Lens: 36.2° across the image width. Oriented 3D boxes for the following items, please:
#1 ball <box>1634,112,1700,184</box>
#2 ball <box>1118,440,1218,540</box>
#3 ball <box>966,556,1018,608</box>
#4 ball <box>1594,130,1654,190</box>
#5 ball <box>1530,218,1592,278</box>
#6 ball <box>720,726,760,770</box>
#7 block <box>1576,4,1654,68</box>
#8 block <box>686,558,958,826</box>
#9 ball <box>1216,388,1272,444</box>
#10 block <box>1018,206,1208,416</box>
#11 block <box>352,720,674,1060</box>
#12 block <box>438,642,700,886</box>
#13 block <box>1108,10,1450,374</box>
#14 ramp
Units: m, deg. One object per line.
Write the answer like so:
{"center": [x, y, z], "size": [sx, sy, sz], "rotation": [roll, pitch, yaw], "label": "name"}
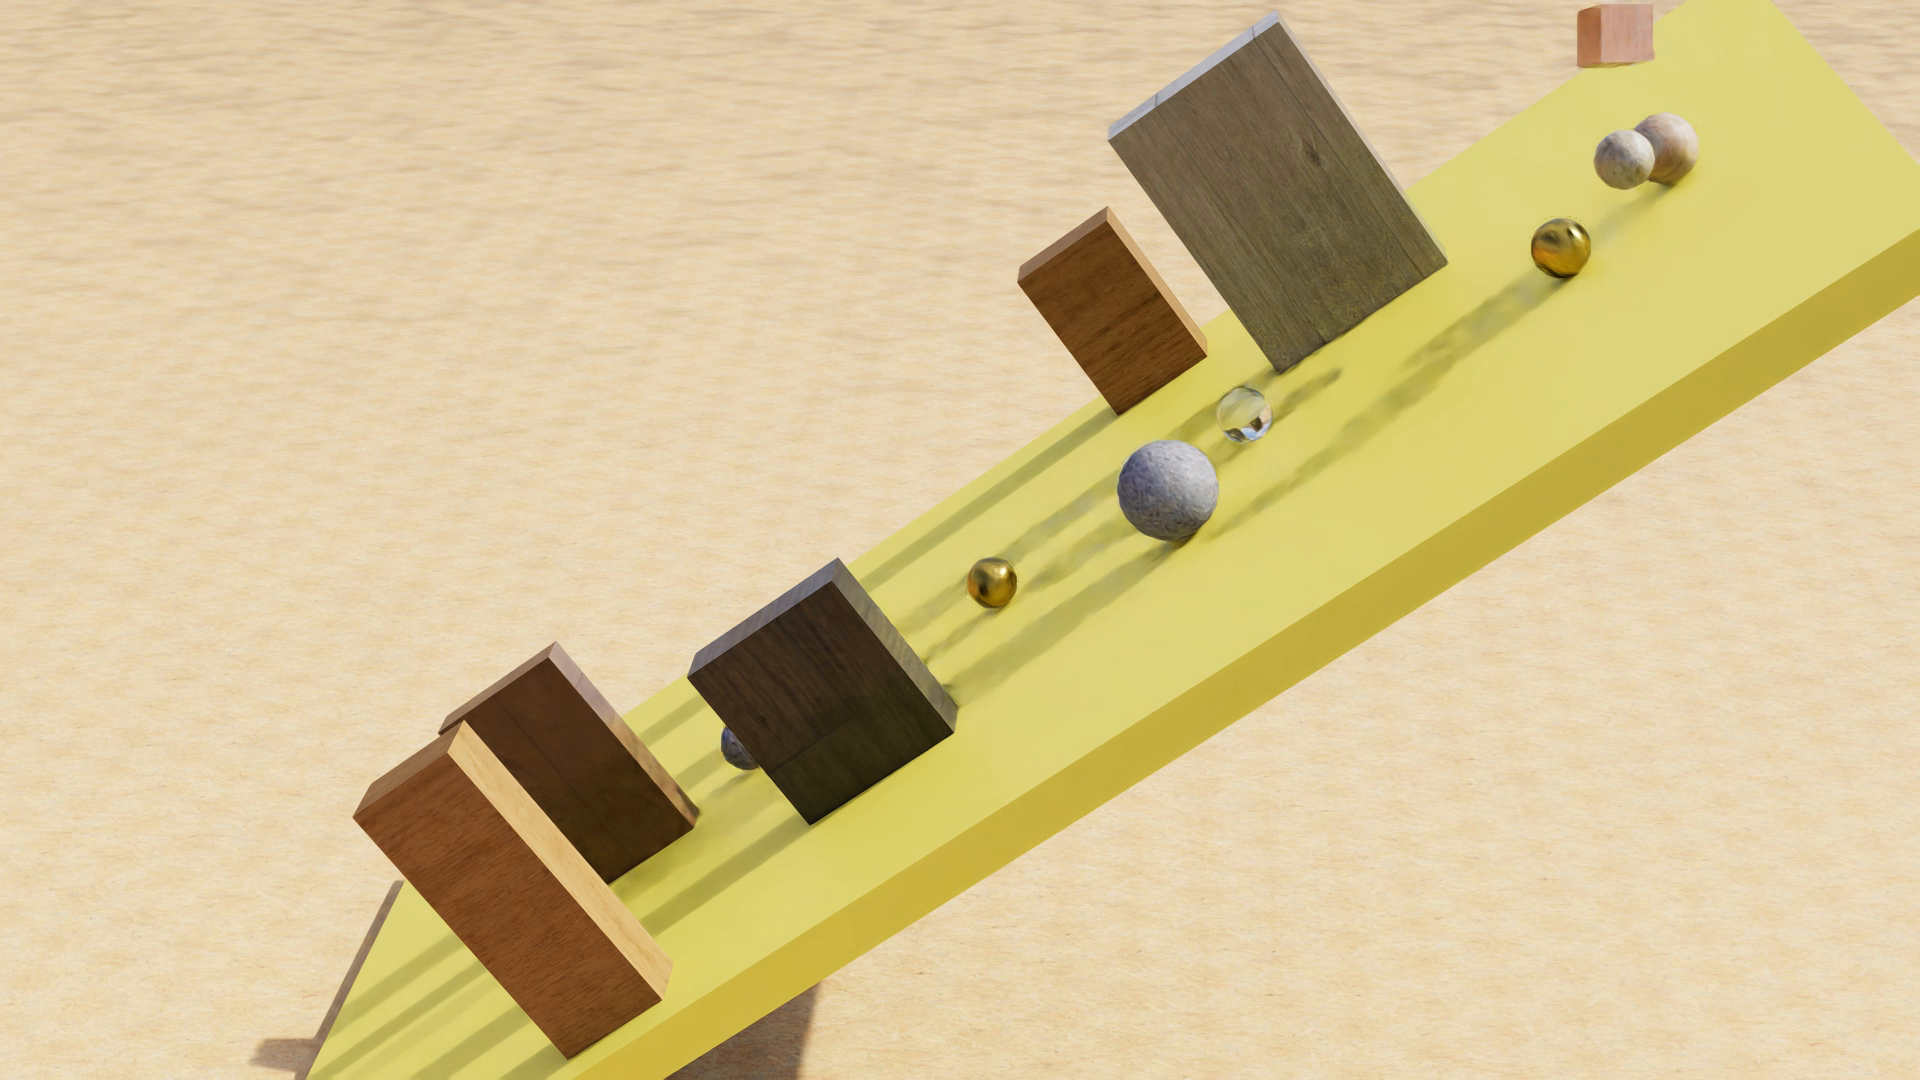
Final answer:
{"center": [1.379, -0.768, 5.763], "size": [0.138, 0.138, 0.138], "rotation": [0, 22, 0], "label": "ball"}
{"center": [0.417, -0.101, 5.897], "size": [0.203, 0.203, 0.203], "rotation": [0, 22, 0], "label": "ball"}
{"center": [0.069, 0.092, 6.305], "size": [0.111, 0.111, 0.111], "rotation": [0, 22, 0], "label": "ball"}
{"center": [1.258, -0.720, 5.570], "size": [0.113, 0.113, 0.113], "rotation": [0, 22, 0], "label": "ball"}
{"center": [1.166, -0.567, 5.709], "size": [0.116, 0.116, 0.116], "rotation": [0, 22, 0], "label": "ball"}
{"center": [-0.467, 0.445, 6.476], "size": [0.122, 0.122, 0.122], "rotation": [0, 22, 0], "label": "ball"}
{"center": [1.319, -1.015, 5.922], "size": [0.113, 0.113, 0.113], "rotation": [-3, 3, -12], "label": "block"}
{"center": [-0.274, 0.307, 5.910], "size": [0.366, 0.403, 0.121], "rotation": [-34, 16, 16], "label": "block"}
{"center": [0.592, -0.259, 6.119], "size": [0.116, 0.116, 0.116], "rotation": [0, 22, 0], "label": "ball"}
{"center": [0.359, -0.536, 6.893], "size": [0.256, 0.403, 0.129], "rotation": [-34, 16, 16], "label": "block"}
{"center": [-0.859, 0.681, 5.695], "size": [0.240, 0.648, 0.141], "rotation": [-34, 16, 16], "label": "block"}
{"center": [-0.856, 0.509, 6.451], "size": [0.317, 0.503, 0.086], "rotation": [-34, 16, 16], "label": "block"}
{"center": [0.682, -0.740, 6.302], "size": [0.435, 0.641, 0.122], "rotation": [-34, 16, 16], "label": "block"}
{"center": [0.131, 0.177, 6.317], "size": [4.000, 0.100, 2.000], "rotation": [-34, 16, 16], "label": "ramp"}
